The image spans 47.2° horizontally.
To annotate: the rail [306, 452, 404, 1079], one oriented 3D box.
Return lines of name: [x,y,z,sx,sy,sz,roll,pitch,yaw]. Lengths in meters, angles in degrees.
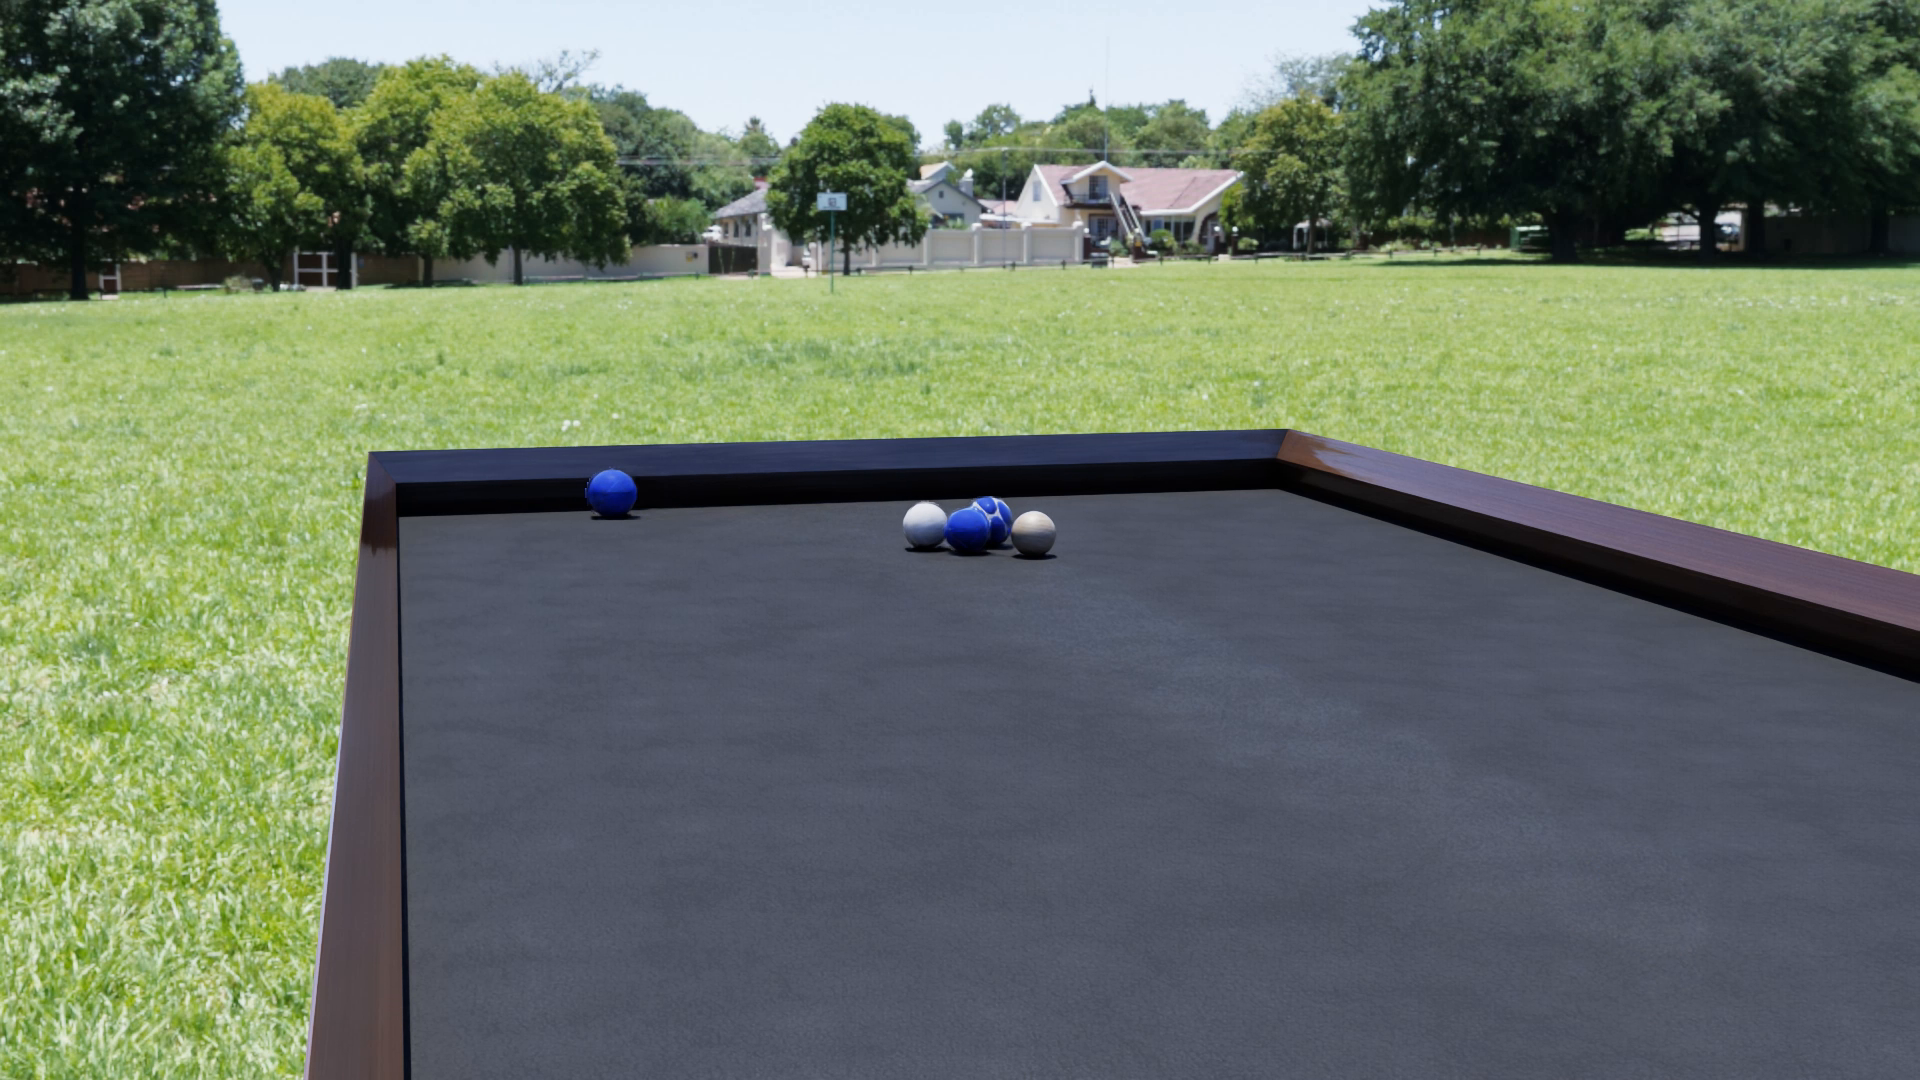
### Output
rail: [-0.631,0.125,2.380,0.045,0.112,3.270,-2,9,-14]

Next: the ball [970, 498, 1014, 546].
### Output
ball: [0.047,-0.029,3.560,0.080,0.080,0.080,0,8,0]

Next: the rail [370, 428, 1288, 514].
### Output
rail: [-0.196,-0.130,4.136,1.768,0.112,0.045,-2,9,-14]

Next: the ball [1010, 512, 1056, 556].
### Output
ball: [0.115,-0.009,3.451,0.072,0.072,0.072,0,8,0]

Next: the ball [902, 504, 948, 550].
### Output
ball: [-0.056,-0.022,3.530,0.074,0.074,0.074,0,8,0]

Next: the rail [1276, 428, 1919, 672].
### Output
rail: [1.036,0.064,2.802,0.045,0.112,3.270,-2,9,-14]

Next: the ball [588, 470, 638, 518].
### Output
ball: [-0.617,-0.083,3.903,0.087,0.087,0.087,0,8,0]

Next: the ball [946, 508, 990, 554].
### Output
ball: [0.012,-0.014,3.488,0.071,0.071,0.071,0,8,0]
